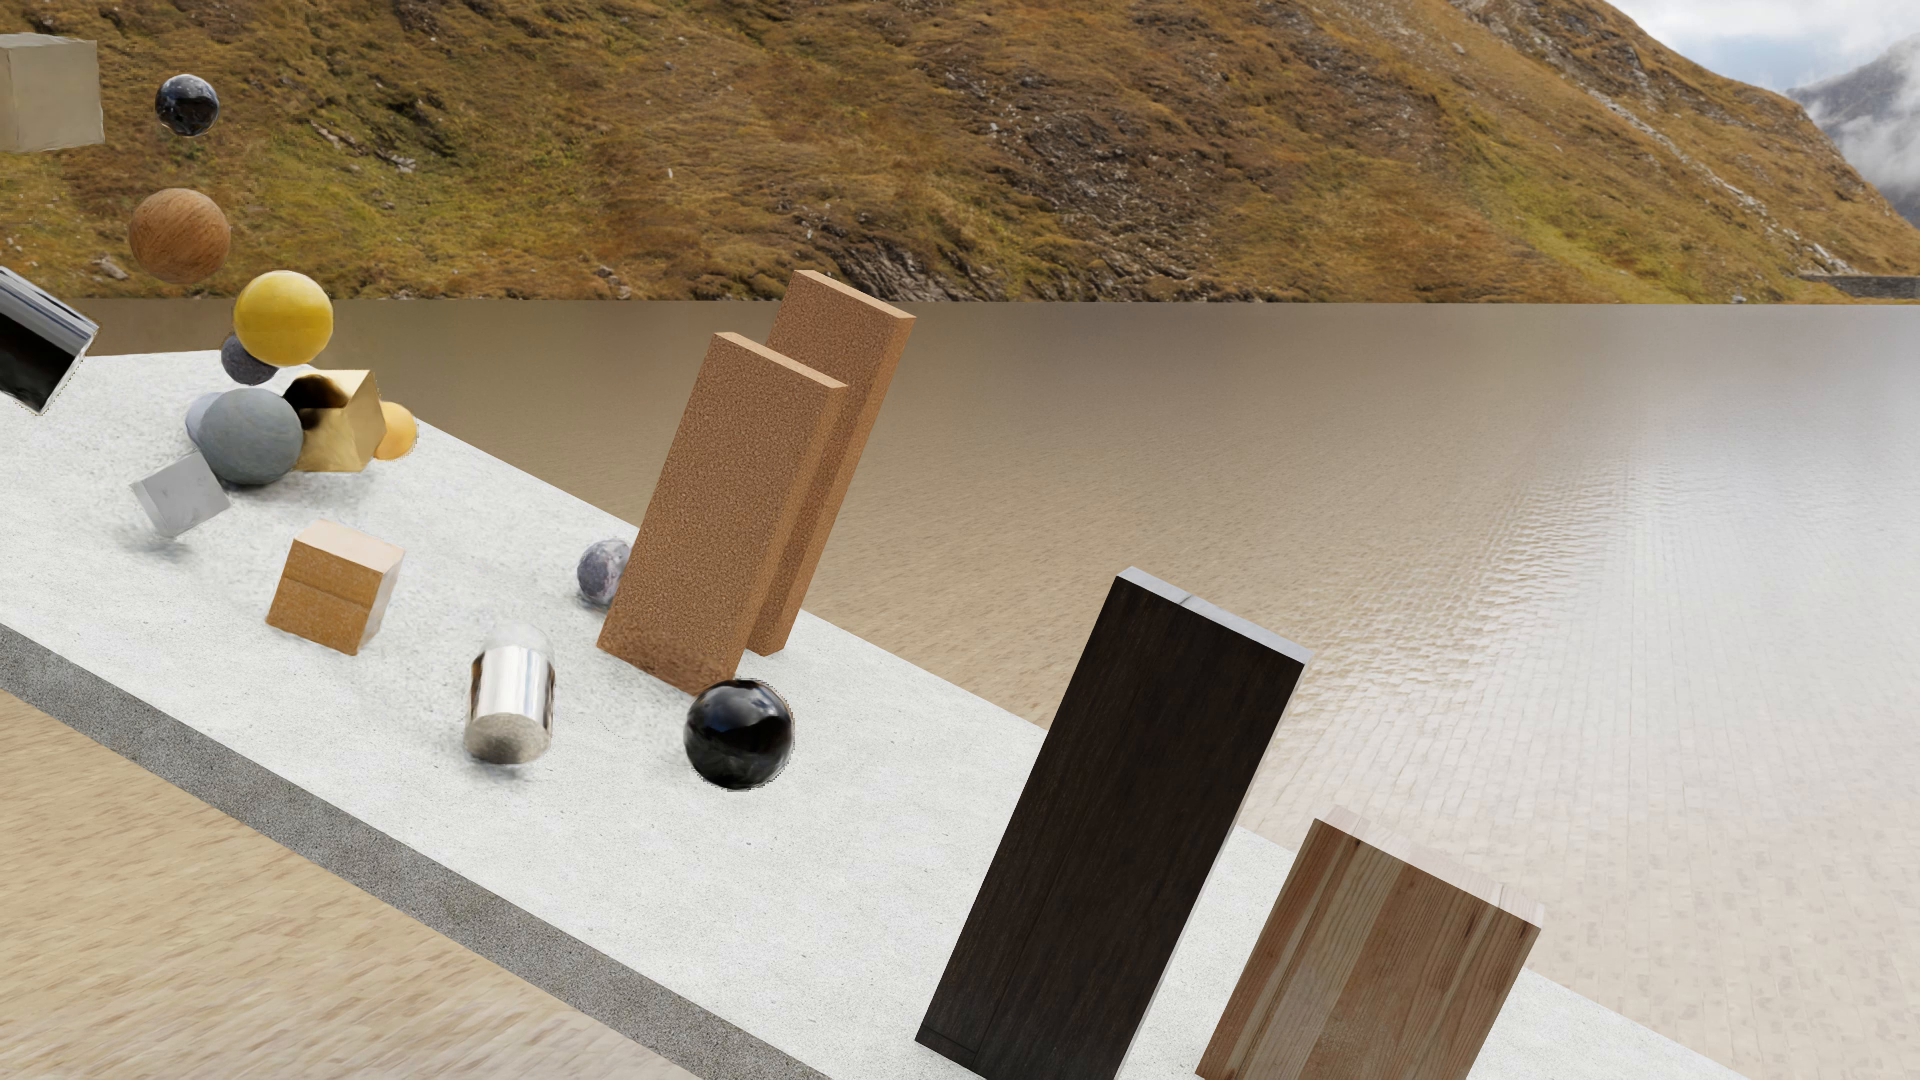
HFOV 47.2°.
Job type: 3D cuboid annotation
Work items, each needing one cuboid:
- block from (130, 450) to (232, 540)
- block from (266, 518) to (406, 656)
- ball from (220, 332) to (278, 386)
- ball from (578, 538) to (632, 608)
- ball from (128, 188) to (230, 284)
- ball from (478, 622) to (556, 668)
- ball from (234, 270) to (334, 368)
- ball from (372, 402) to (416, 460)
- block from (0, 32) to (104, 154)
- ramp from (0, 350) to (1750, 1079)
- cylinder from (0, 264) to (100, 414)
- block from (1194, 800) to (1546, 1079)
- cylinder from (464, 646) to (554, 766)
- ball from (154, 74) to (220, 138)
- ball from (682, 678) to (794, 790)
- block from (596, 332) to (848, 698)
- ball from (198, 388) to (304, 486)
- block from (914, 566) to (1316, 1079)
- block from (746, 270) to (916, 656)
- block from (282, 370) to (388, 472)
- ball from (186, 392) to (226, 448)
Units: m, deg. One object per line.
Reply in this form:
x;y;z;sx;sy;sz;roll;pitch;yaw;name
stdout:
-1.421;-0.082;4.010;0.116;0.116;0.116;-34;15;-27;block
-1.117;0.083;3.944;0.165;0.165;0.165;21;13;-5;block
-1.521;-0.393;4.717;0.123;0.123;0.123;0;7;0;ball
-0.739;0.071;4.669;0.146;0.146;0.146;0;7;0;ball
-1.691;-0.658;4.768;0.209;0.209;0.209;0;7;0;ball
-0.805;0.216;3.995;0.137;0.137;0.137;0;7;0;ball
-1.418;-0.464;4.613;0.203;0.203;0.203;0;7;0;ball
-1.272;-0.241;4.876;0.131;0.131;0.131;0;7;0;ball
-1.809;-0.866;4.250;0.197;0.197;0.197;12;21;28;block
-0.293;0.512;4.187;4.000;0.100;2.000;26;13;13;ramp
-1.776;-0.379;4.161;0.204;0.204;0.204;34;-4;-18;cylinder
0.666;0.735;3.589;0.387;0.484;0.131;26;13;13;block
-0.757;0.279;3.698;0.141;0.141;0.141;-1;47;-5;cylinder
-1.595;-0.896;4.541;0.129;0.129;0.129;0;7;0;ball
-0.401;0.352;3.982;0.200;0.200;0.200;0;7;0;ball
-0.476;-0.044;4.366;0.264;0.684;0.097;26;13;13;block
-1.446;-0.210;4.486;0.203;0.203;0.203;0;7;0;ball
0.223;0.462;3.268;0.297;0.789;0.103;26;13;13;block
-0.371;-0.165;4.771;0.255;0.799;0.116;26;13;13;block
-1.331;-0.254;4.660;0.156;0.156;0.156;0;36;9;block
-1.555;-0.246;4.609;0.129;0.129;0.129;0;7;0;ball
